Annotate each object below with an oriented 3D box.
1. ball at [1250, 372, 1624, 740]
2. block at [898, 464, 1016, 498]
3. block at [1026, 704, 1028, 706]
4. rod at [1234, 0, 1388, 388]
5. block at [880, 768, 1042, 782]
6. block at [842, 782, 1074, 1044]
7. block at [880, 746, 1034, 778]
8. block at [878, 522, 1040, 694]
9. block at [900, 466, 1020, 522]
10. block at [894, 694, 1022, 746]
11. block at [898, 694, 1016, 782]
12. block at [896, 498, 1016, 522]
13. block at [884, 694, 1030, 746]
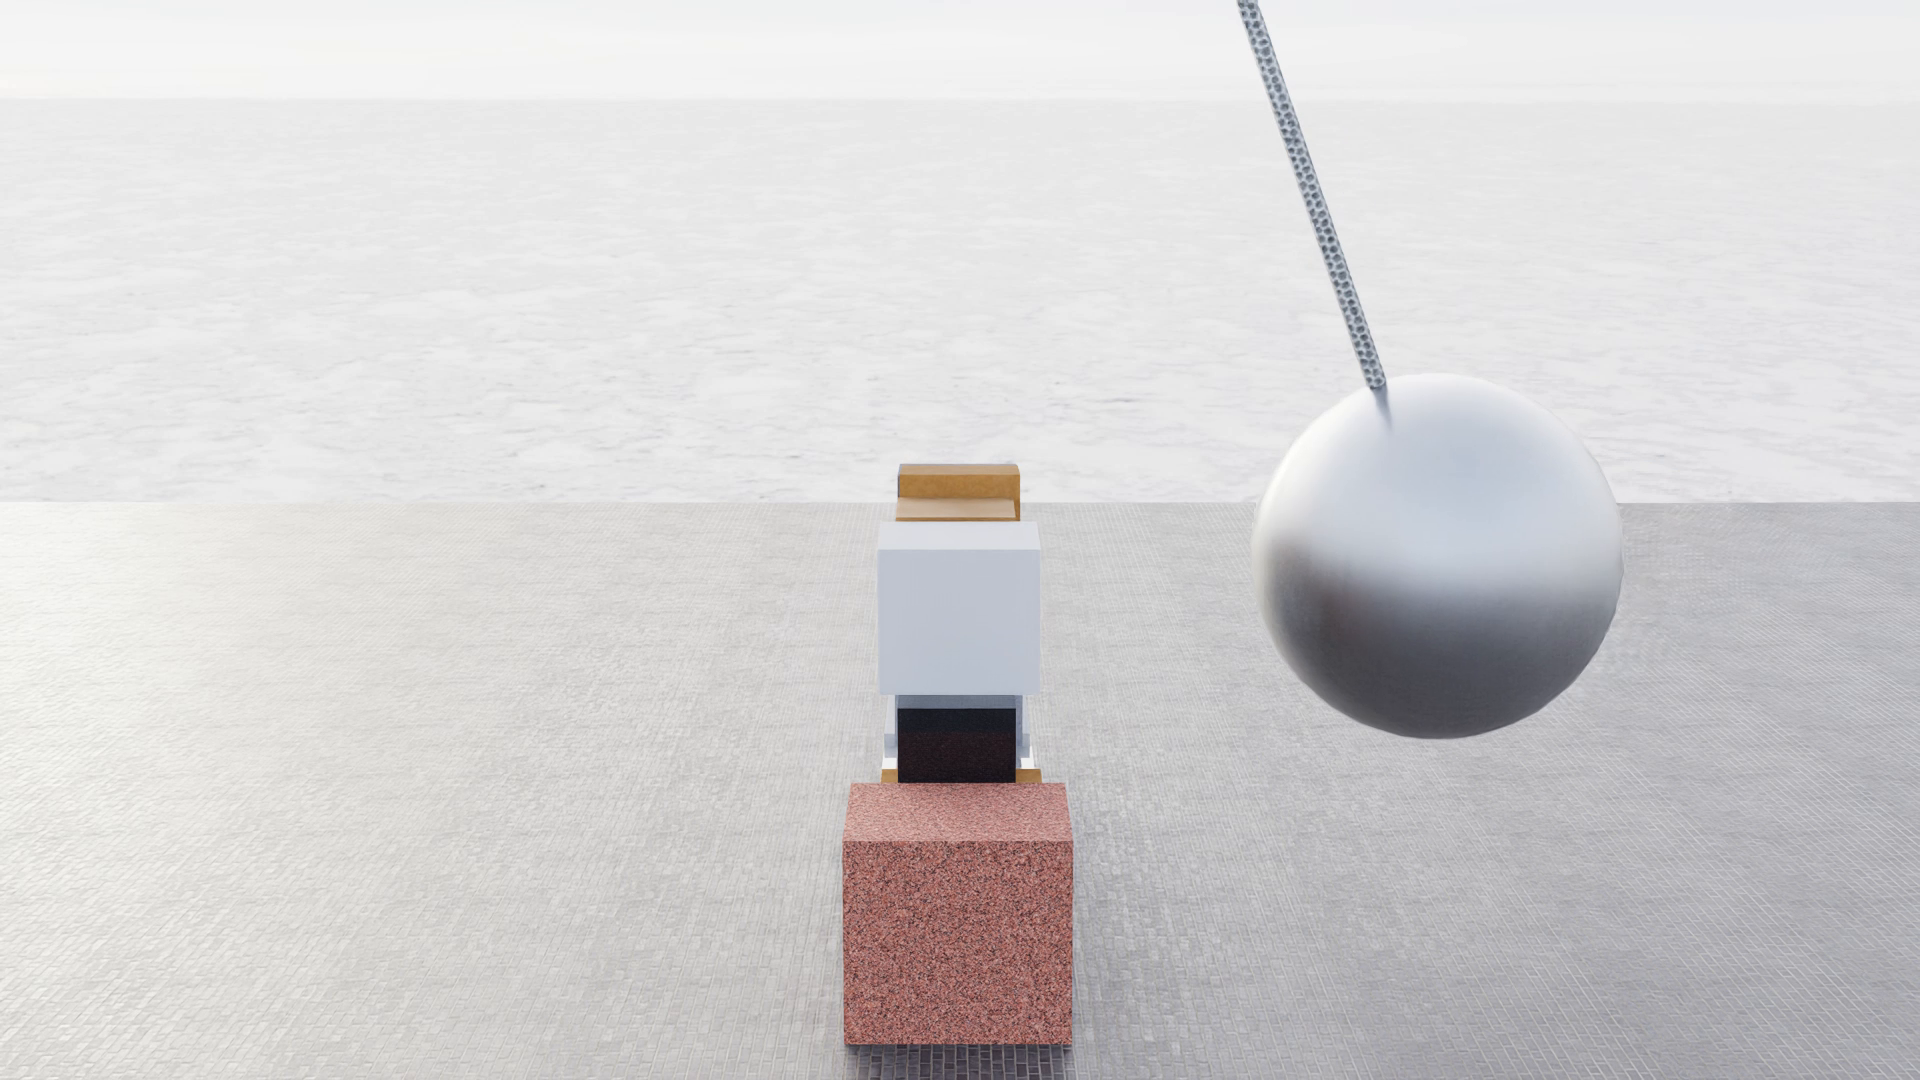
[{"bbox_3d":[2.074,0.070,11.193,1.600,1.600,1.600,0,10,0],"label":"ball"},{"bbox_3d":[-0.008,-0.072,12.009,0.556,0.518,0.531,0,8,0],"label":"block"},{"bbox_3d":[0.019,1.001,12.448,0.594,0.576,0.685,0,10,0],"label":"block"},{"bbox_3d":[0.899,-3.069,10.622,0.080,5.200,0.080,-20,10,4],"label":"rod"},{"bbox_3d":[0.005,1.331,10.434,0.661,0.648,0.651,0,10,0],"label":"block"},{"bbox_3d":[-0.008,1.398,9.713,0.835,0.773,0.773,0,10,0],"label":"block"},{"bbox_3d":[-0.008,1.249,11.053,0.649,0.588,0.575,0,10,0],"label":"block"},{"bbox_3d":[-0.004,0.269,10.416,0.643,0.590,0.572,0,11,0],"label":"block"},{"bbox_3d":[0.000,-0.040,11.480,0.527,0.549,0.512,0,6,0],"label":"block"},{"bbox_3d":[-0.005,0.564,11.267,0.550,0.571,0.503,0,10,0],"label":"block"},{"bbox_3d":[-0.013,0.817,10.269,0.461,0.423,0.519,0,10,0],"label":"block"},{"bbox_3d":[-0.019,0.092,10.953,0.500,0.471,0.514,0,10,0],"label":"block"},{"bbox_3d":[-0.013,1.100,11.718,0.642,0.644,0.768,0,10,0],"label":"block"}]
